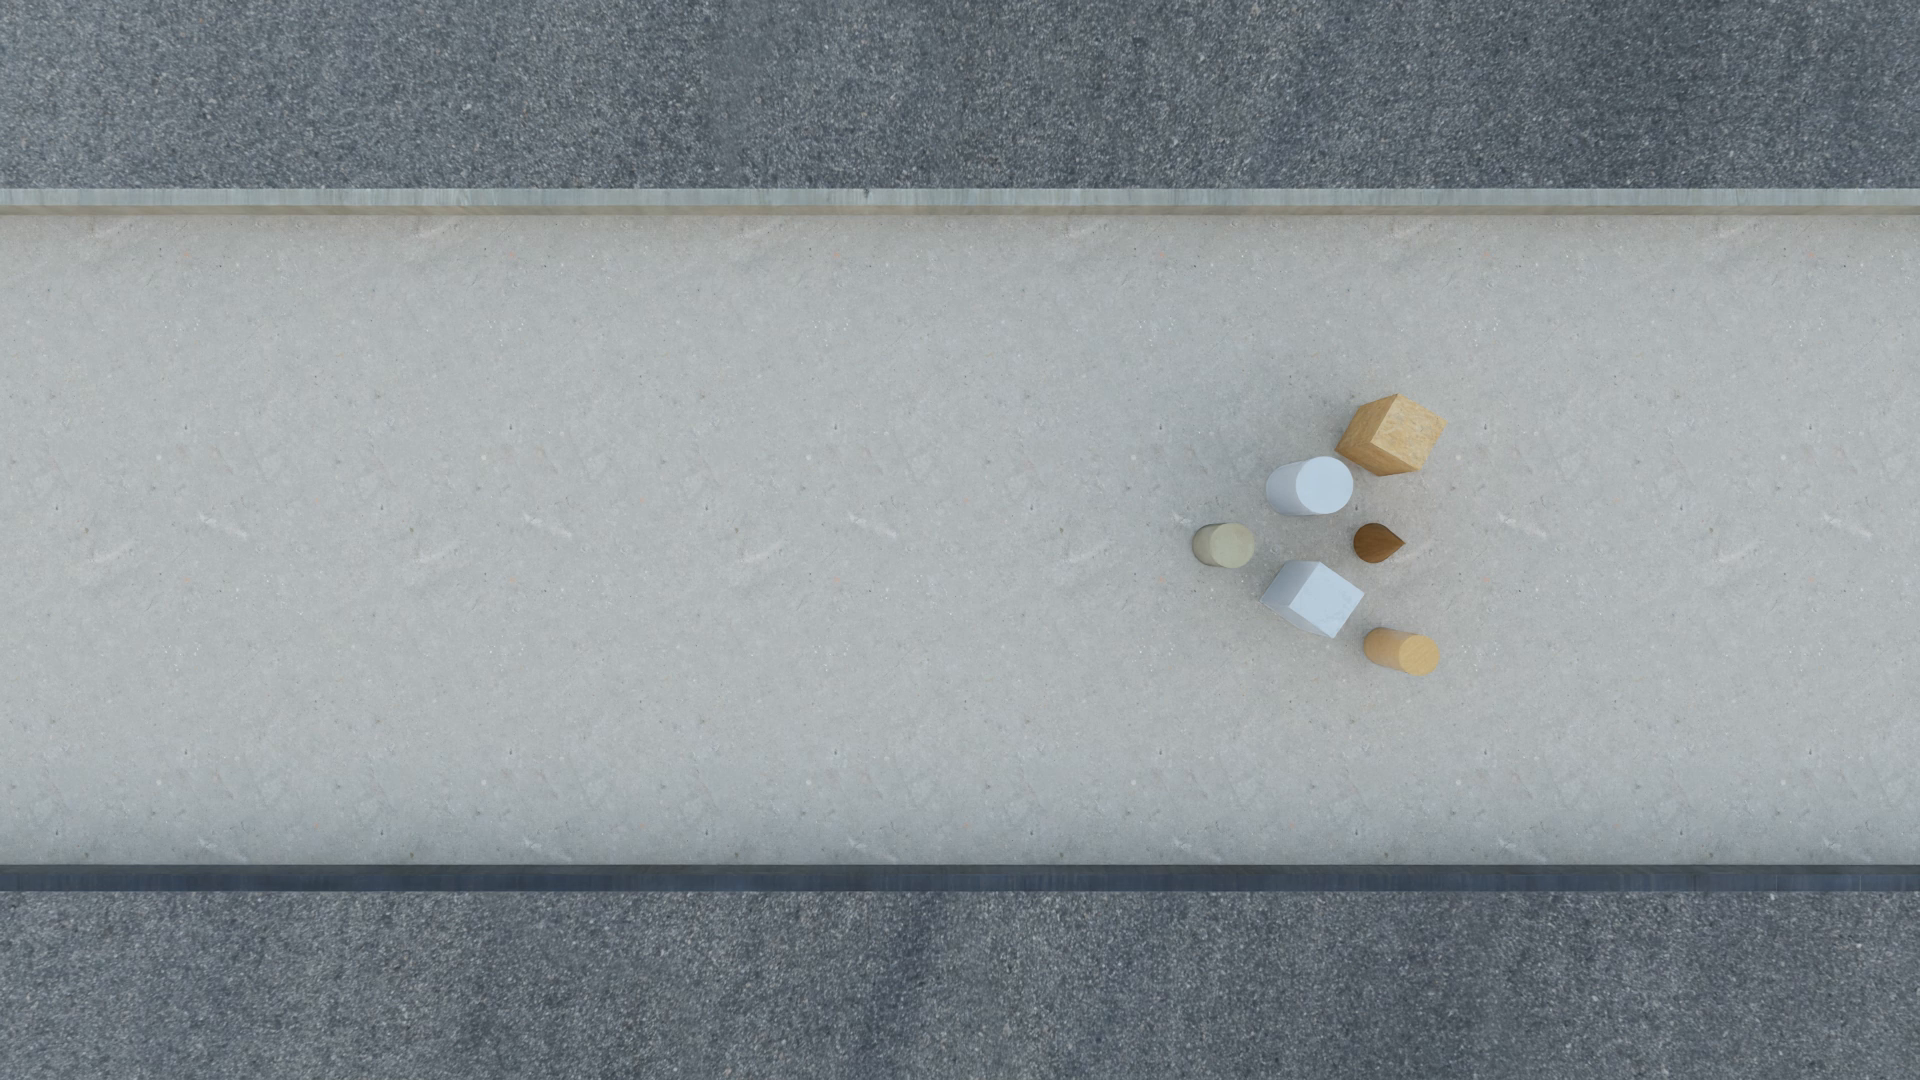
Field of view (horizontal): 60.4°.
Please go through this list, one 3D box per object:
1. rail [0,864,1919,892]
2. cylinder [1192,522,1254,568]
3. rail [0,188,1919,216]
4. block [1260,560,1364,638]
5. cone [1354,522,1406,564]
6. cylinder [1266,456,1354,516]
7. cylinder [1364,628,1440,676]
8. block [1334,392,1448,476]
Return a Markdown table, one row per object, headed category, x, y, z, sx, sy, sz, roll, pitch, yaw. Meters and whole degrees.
| category | x | y | z | sx | sy | sz | roll | pitch | yaw |
| --- | --- | --- | --- | --- | --- | --- | --- | --- | --- |
| rail | -2.247 | 1.025 | 5.001 | 12.000 | 0.150 | 0.050 | 0 | 90 | 0 |
| cylinder | 0.779 | 0.016 | 4.898 | 0.130 | 0.356 | 0.130 | 0 | 90 | 0 |
| rail | -2.247 | -1.025 | 5.002 | 12.000 | 0.150 | 0.050 | 0 | 90 | 0 |
| block | 1.028 | 0.169 | 4.850 | 0.154 | 0.452 | 0.154 | 35 | 90 | 0 |
| cone | 1.273 | 0.009 | 4.893 | 0.124 | 0.367 | 0.124 | 0 | 90 | 0 |
| cylinder | 1.021 | -0.154 | 4.848 | 0.161 | 0.457 | 0.161 | 0 | 90 | 0 |
| cylinder | 1.299 | 0.327 | 4.872 | 0.116 | 0.409 | 0.116 | 0 | 90 | 0 |
| block | 1.260 | -0.304 | 4.851 | 0.160 | 0.450 | 0.160 | 30 | 90 | 0 |
